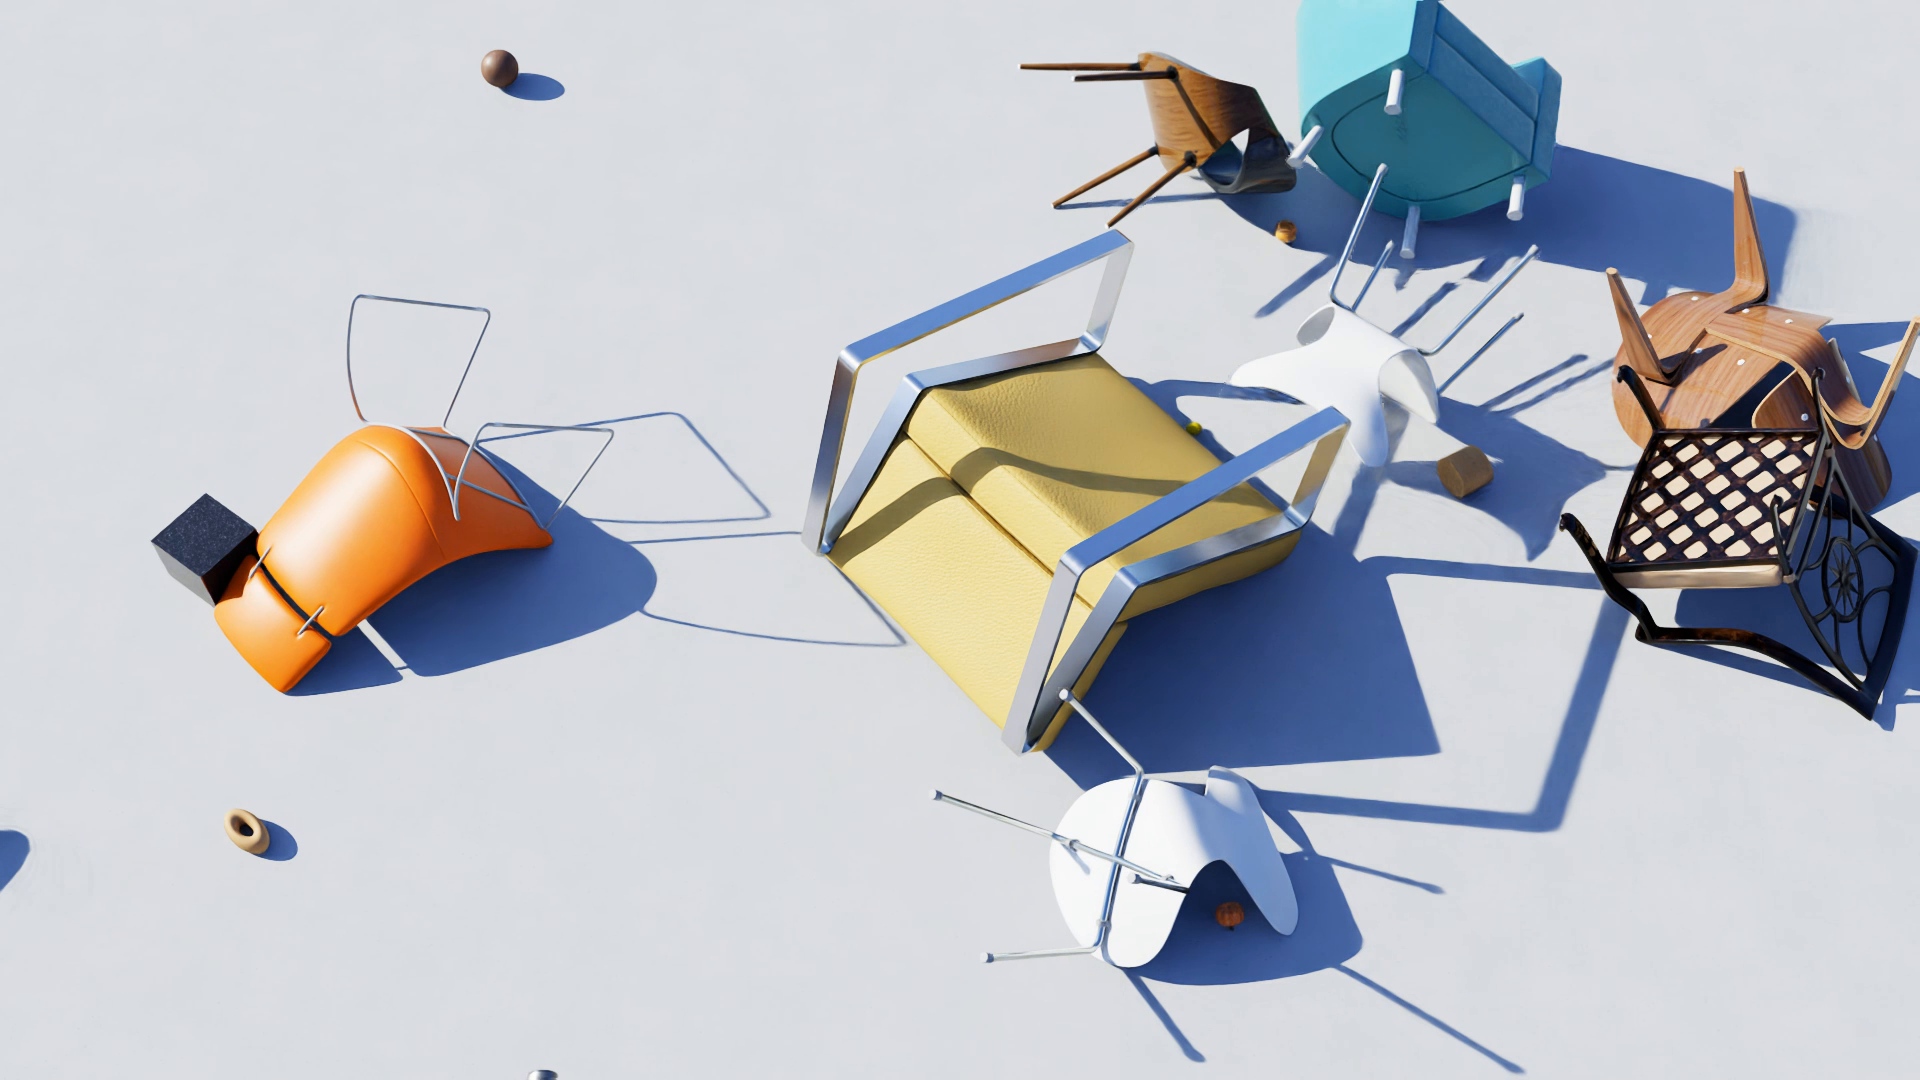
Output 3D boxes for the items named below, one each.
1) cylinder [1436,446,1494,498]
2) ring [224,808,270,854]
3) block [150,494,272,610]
[{"bbox_3d":[1.527,-0.207,6.643,0.109,0.117,0.136,-25,55,-16],"label":"cylinder"},{"bbox_3d":[-1.948,0.795,6.005,0.161,0.060,0.091,38,62,21],"label":"ring"},{"bbox_3d":[-2.191,0.035,6.442,0.212,0.181,0.213,32,62,20],"label":"block"}]
